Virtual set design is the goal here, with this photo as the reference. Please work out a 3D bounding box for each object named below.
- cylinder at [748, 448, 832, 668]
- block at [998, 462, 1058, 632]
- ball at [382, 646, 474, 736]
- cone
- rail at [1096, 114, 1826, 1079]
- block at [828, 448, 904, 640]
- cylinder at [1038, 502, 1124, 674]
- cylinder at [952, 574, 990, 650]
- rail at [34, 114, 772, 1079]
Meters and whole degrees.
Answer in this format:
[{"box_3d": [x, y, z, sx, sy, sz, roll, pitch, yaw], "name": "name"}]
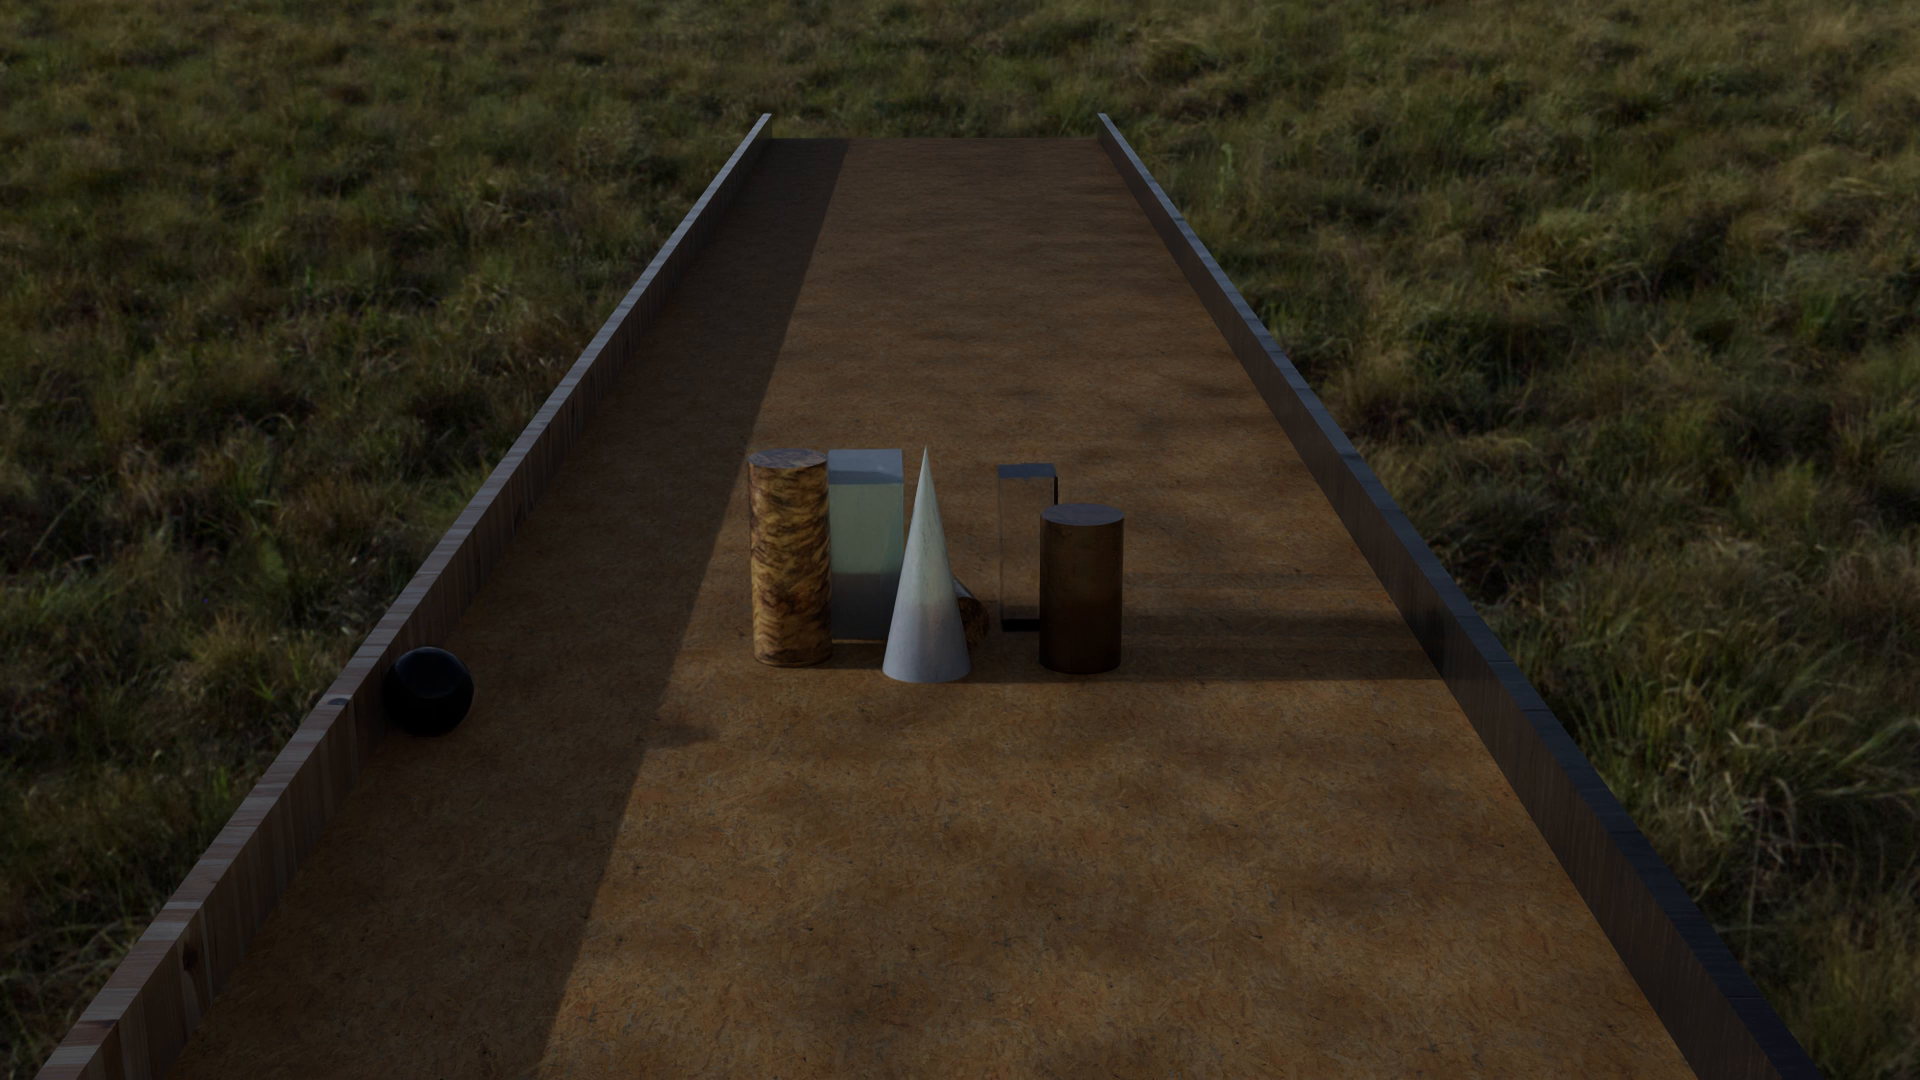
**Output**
[{"box_3d": [-0.338, 0.036, 4.385, 0.159, 0.411, 0.159, 0, 17, 0], "name": "cylinder"}, {"box_3d": [0.142, 0.015, 4.594, 0.115, 0.331, 0.115, -1, 17, -1], "name": "block"}, {"box_3d": [-0.971, 0.276, 4.015, 0.162, 0.162, 0.162, 0, 17, 0], "name": "ball"}, {"box_3d": [-0.066, 0.035, 4.304, 0.178, 0.458, 0.178, 0, 17, 0], "name": "cone"}, {"box_3d": [0.932, -0.844, 7.801, 0.050, 0.150, 12.000, 0, 17, -1], "name": "rail"}, {"box_3d": [-0.193, 0.009, 4.517, 0.150, 0.362, 0.150, -1, 30, -3], "name": "block"}, {"box_3d": [0.241, 0.096, 4.370, 0.165, 0.305, 0.165, 0, 17, 0], "name": "cylinder"}, {"box_3d": [-0.042, 0.125, 4.604, 0.116, 0.116, 0.344, -5, 17, -15], "name": "cylinder"}, {"box_3d": [-1.118, -0.838, 7.780, 0.050, 0.150, 12.000, 0, 17, -1], "name": "rail"}]
